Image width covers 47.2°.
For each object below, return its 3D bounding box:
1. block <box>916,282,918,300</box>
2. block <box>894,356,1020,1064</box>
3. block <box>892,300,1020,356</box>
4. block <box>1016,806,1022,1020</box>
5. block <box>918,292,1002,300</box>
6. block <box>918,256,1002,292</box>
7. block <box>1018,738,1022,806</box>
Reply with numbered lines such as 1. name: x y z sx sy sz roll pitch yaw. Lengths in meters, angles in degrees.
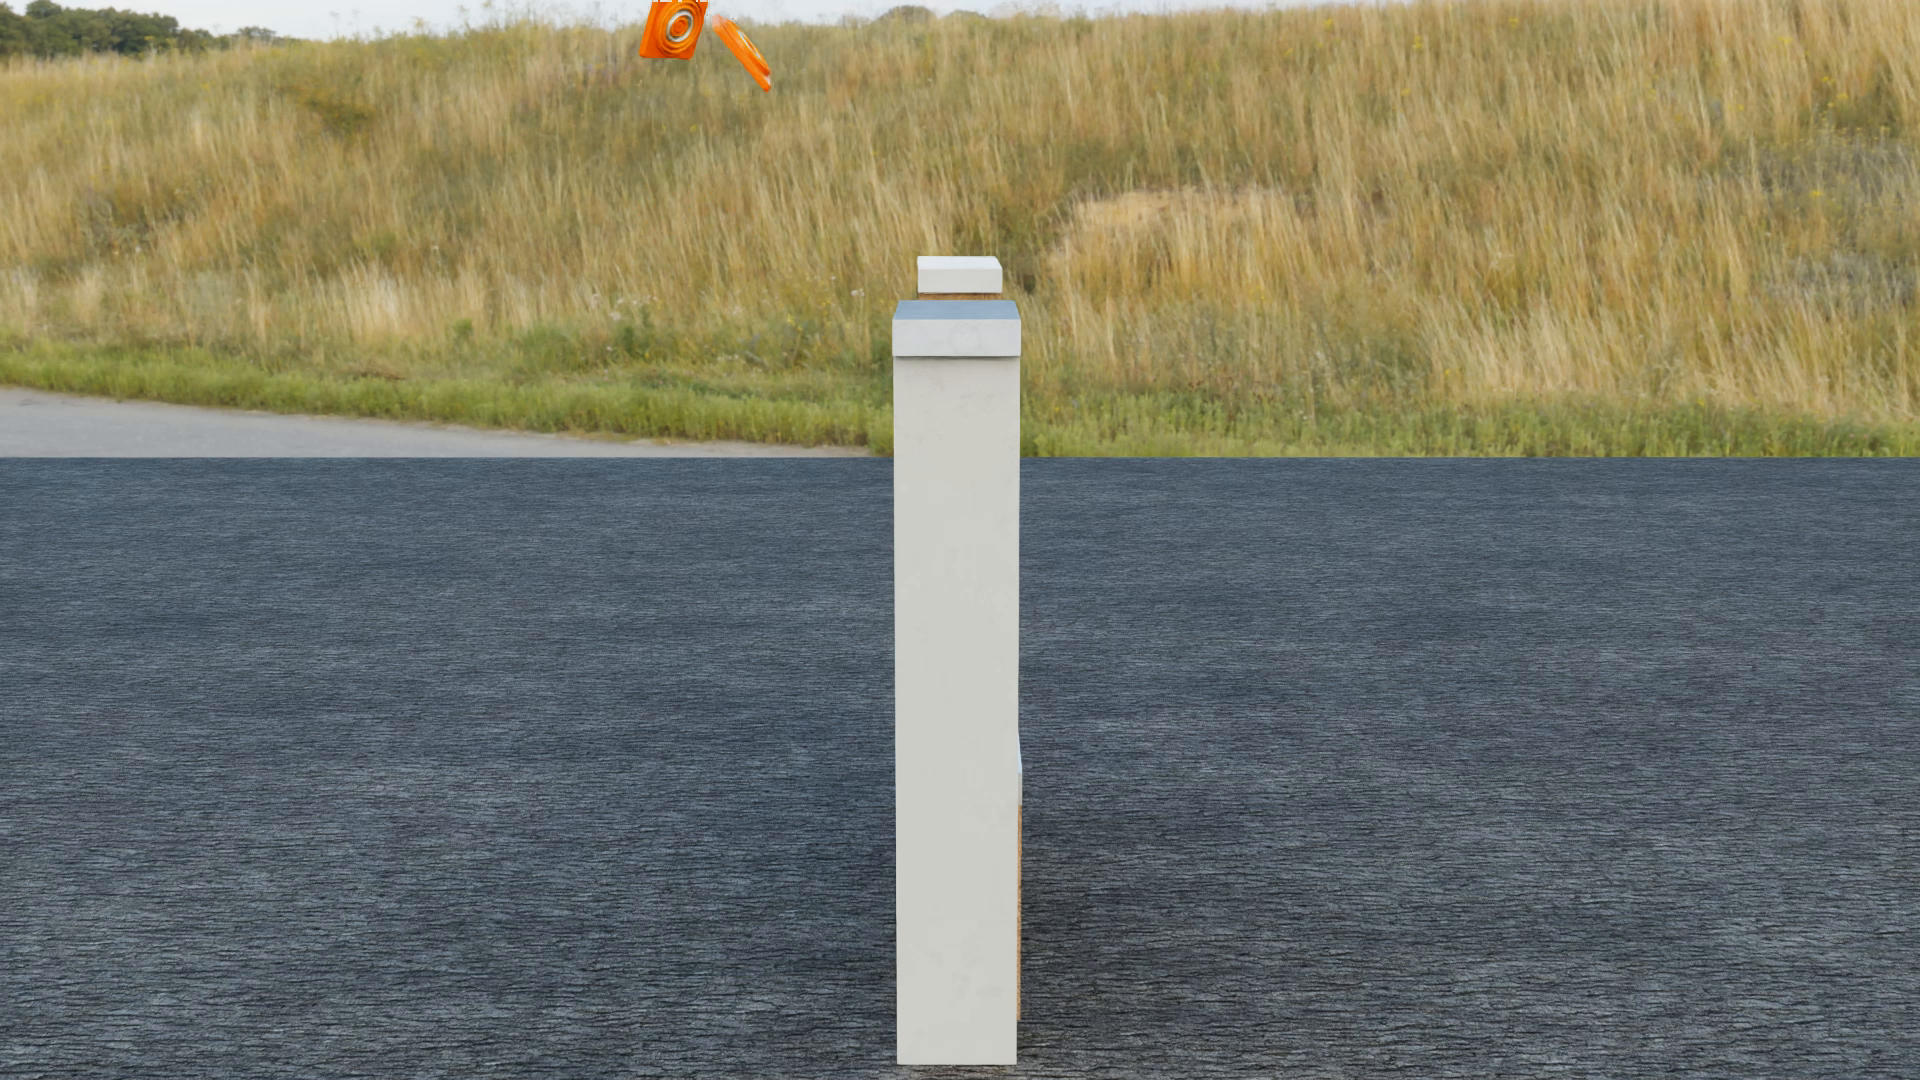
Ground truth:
1. block: -0.002 -0.174 3.572 0.126 0.490 0.036 -1 13 -2
2. block: -0.004 0.234 2.931 0.162 0.970 0.046 0 11 0
3. block: -0.004 -0.286 2.944 0.162 0.046 0.325 0 11 0
4. block: 0.004 0.521 3.141 0.165 0.329 0.047 0 11 0
5. block: 0.000 -0.256 3.375 0.126 0.253 0.036 0 11 0
6. block: -0.003 -0.415 3.428 0.126 0.036 0.253 0 11 -1
7. block: 0.004 0.316 3.215 0.165 0.047 0.329 0 11 0
